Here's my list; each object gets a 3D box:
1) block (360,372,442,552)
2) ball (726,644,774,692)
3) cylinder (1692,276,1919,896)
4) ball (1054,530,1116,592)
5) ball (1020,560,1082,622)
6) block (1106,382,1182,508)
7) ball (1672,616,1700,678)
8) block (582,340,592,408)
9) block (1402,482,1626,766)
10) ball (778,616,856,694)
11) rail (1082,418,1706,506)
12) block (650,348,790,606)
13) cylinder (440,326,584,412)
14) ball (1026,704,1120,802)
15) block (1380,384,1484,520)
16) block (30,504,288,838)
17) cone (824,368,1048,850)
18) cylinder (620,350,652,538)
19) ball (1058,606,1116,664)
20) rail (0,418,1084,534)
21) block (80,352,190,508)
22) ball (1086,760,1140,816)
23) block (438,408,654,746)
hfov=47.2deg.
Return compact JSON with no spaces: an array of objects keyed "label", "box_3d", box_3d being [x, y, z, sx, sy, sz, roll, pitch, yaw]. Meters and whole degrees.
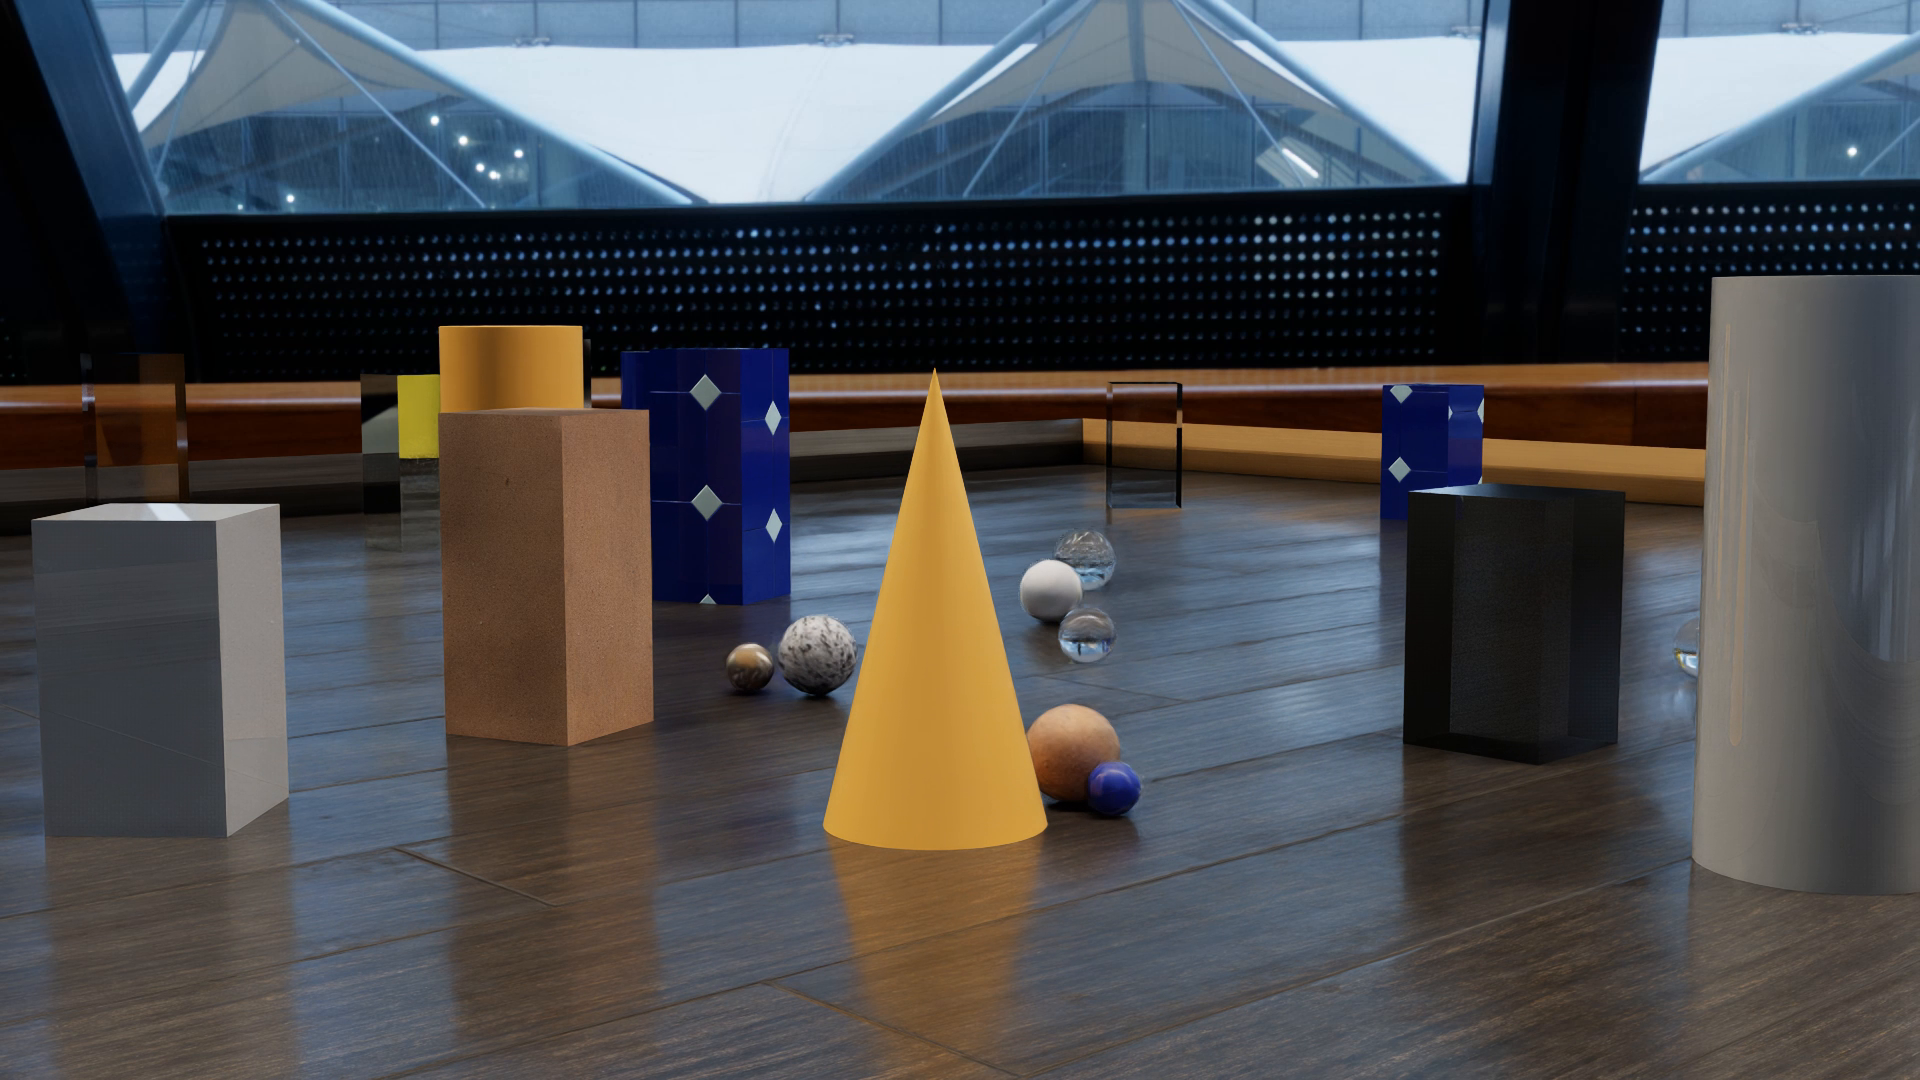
[{"label":"block","box_3d":[-1.016,-0.150,4.134,0.156,0.325,0.156,-5,8,-40]},{"label":"ball","box_3d":[-0.246,0.149,2.570,0.057,0.057,0.057,0,6,0]},{"label":"cylinder","box_3d":[0.693,0.027,1.750,0.195,0.470,0.195,0,6,0]},{"label":"ball","box_3d":[0.198,0.032,3.488,0.098,0.098,0.098,0,6,0]},{"label":"ball","box_3d":[0.130,0.073,3.139,0.090,0.090,0.090,0,6,0]},{"label":"block","box_3d":[0.418,-0.218,5.007,0.156,0.279,0.156,0,6,-1]},{"label":"ball","box_3d":[0.901,0.130,2.655,0.077,0.077,0.077,0,6,0]},{"label":"block","box_3d":[-0.839,-0.204,4.360,0.156,0.386,0.156,3,6,23]},{"label":"block","box_3d":[0.567,0.080,2.252,0.156,0.260,0.156,6,8,45]},{"label":"ball","box_3d":[-0.166,0.133,2.552,0.092,0.092,0.092,0,6,0]},{"label":"rail","box_3d":[1.729,-0.133,4.919,0.045,0.127,4.092,-5,8,-42]},{"label":"block","box_3d":[-0.369,-0.103,3.404,0.156,0.385,0.156,3,6,23]},{"label":"cylinder","box_3d":[-0.624,-0.087,3.077,0.195,0.422,0.195,0,6,0]},{"label":"ball","box_3d":[0.101,0.193,1.995,0.089,0.089,0.089,0,6,0]},{"label":"block","box_3d":[1.010,-0.189,4.704,0.156,0.285,0.156,5,8,40]},{"label":"block","box_3d":[-0.696,0.109,1.928,0.156,0.270,0.156,0,6,2]},{"label":"cone","box_3d":[-0.022,0.049,1.894,0.195,0.396,0.195,0,6,0]},{"label":"cylinder","box_3d":[-0.573,-0.192,4.367,0.195,0.362,0.195,0,6,0]},{"label":"ball","box_3d":[0.160,0.120,2.772,0.073,0.073,0.073,0,6,0]},{"label":"rail","box_3d":[-1.371,-0.122,4.810,4.753,0.127,0.045,-5,8,-42]},{"label":"block","box_3d":[-1.522,-0.162,4.061,0.156,0.365,0.156,-3,7,-29]},{"label":"ball","box_3d":[0.136,0.219,1.942,0.048,0.048,0.048,0,6,0]},{"label":"block","box_3d":[-0.438,0.032,2.336,0.156,0.338,0.156,3,7,26]}]
